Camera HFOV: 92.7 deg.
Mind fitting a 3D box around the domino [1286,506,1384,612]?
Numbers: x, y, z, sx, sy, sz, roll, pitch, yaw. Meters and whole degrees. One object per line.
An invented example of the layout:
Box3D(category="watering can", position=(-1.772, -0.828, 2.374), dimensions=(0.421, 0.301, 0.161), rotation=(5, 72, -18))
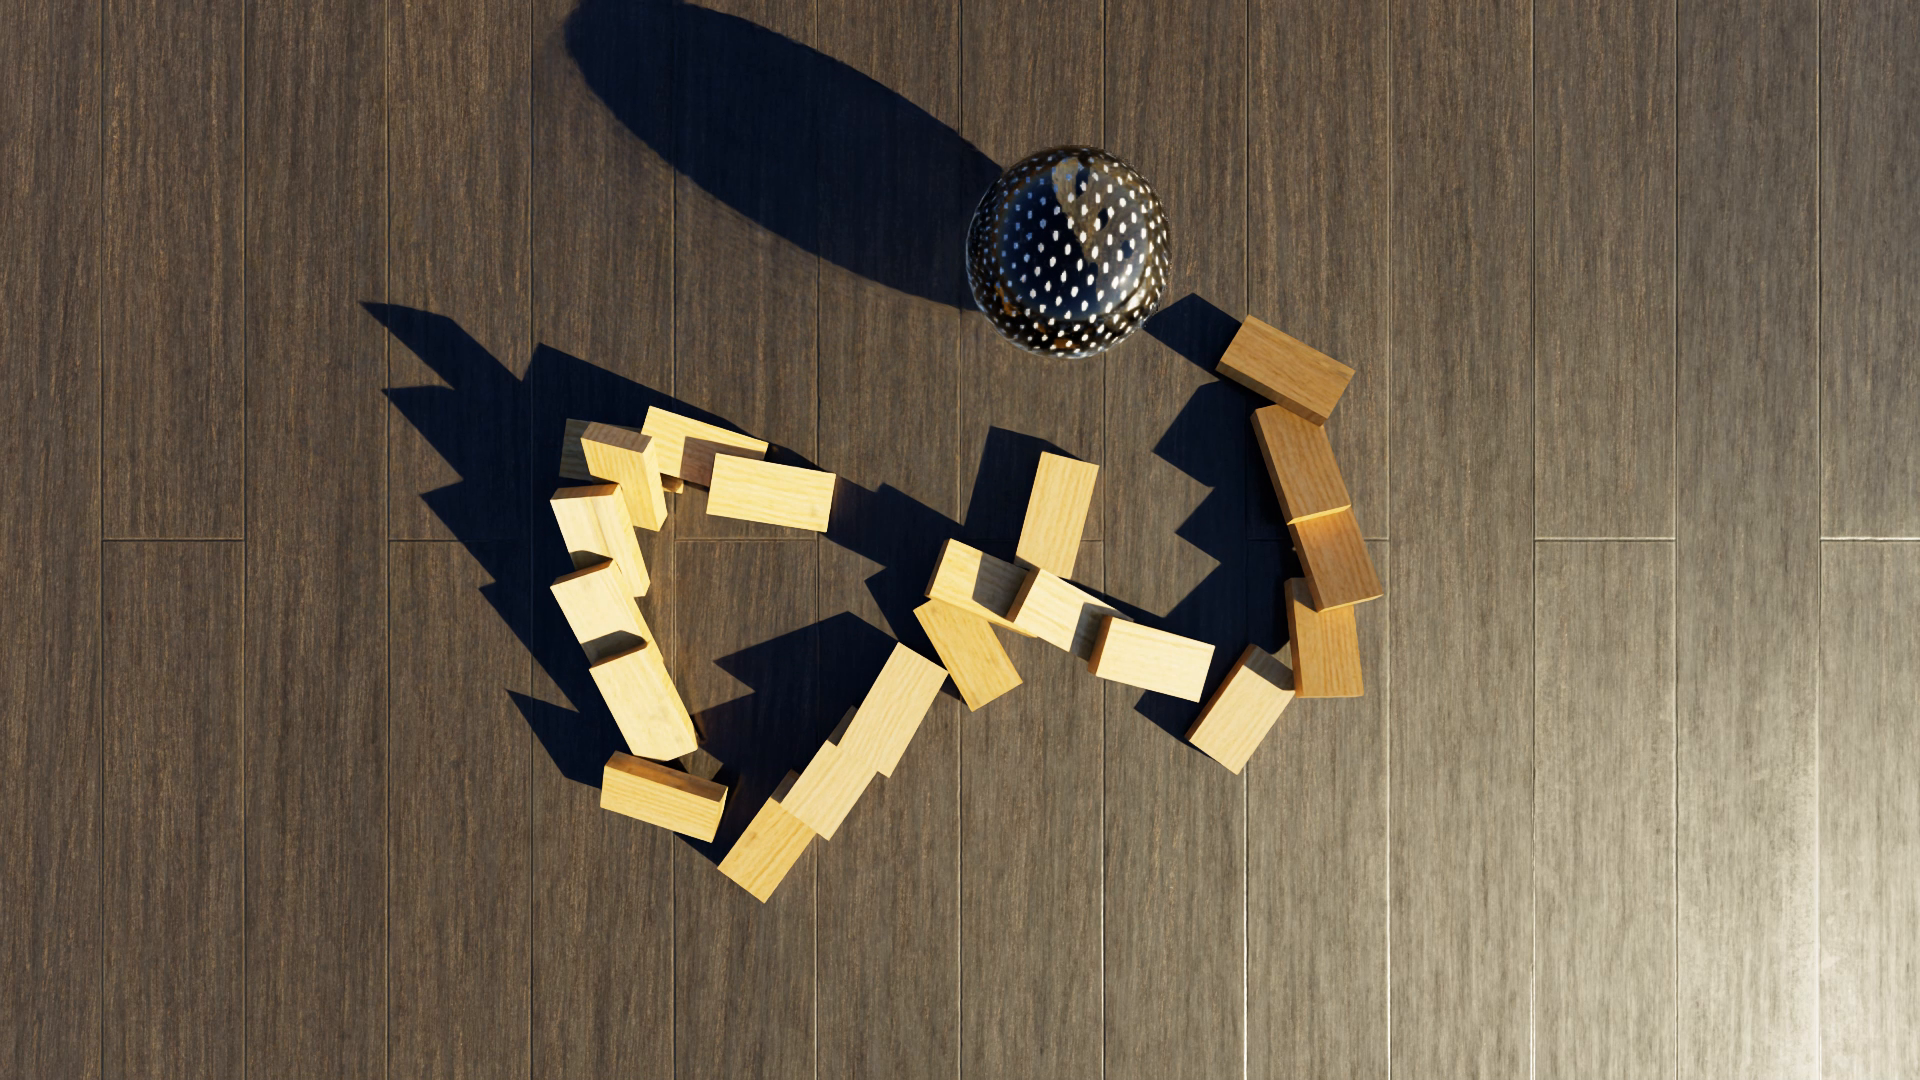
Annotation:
Box3D(category="domino", position=(0.157, 0.003, 0.389), dimensions=(0.025, 0.010, 0.050), rotation=(-14, 74, 0))

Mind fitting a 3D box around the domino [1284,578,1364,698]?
Box3D(category="domino", position=(0.154, 0.041, 0.389), dimensions=(0.025, 0.010, 0.050), rotation=(-1, 76, 0))

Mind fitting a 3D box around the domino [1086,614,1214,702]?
Box3D(category="domino", position=(0.081, 0.050, 0.388), dimensions=(0.050, 0.009, 0.025), rotation=(16, 90, -17))

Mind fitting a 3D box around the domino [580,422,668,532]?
Box3D(category="domino", position=(-0.137, -0.025, 0.377), dimensions=(0.025, 0.050, 0.010), rotation=(14, 52, 1))

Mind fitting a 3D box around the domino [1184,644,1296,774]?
Box3D(category="domino", position=(0.122, 0.073, 0.395), dimensions=(0.025, 0.009, 0.050), rotation=(35, 90, 0))

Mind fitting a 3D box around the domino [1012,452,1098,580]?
Box3D(category="domino", position=(0.041, -0.010, 0.395), dimensions=(0.025, 0.010, 0.050), rotation=(14, 90, 0))

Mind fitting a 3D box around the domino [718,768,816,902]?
Box3D(category="domino", position=(-0.079, 0.127, 0.395), dimensions=(0.025, 0.010, 0.050), rotation=(36, 90, 0))

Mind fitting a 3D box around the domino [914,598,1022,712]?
Box3D(category="domino", position=(0.003, 0.045, 0.395), dimensions=(0.025, 0.010, 0.050), rotation=(-30, 90, 0))

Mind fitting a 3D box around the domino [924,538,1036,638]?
Box3D(category="domino", position=(0.013, 0.021, 0.387), dimensions=(0.050, 0.010, 0.025), rotation=(23, 79, -14))

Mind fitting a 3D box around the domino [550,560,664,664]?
Box3D(category="domino", position=(-0.148, 0.035, 0.386), dimensions=(0.025, 0.010, 0.050), rotation=(-18, 112, 0))

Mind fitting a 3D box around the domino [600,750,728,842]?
Box3D(category="domino", position=(-0.126, 0.109, 0.390), dimensions=(0.050, 0.010, 0.025), rotation=(18, 120, 0))

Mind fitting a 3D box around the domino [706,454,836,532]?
Box3D(category="domino", position=(-0.080, -0.020, 0.388), dimensions=(0.050, 0.009, 0.025), rotation=(9, 90, -18))

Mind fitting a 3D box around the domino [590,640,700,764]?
Box3D(category="domino", position=(-0.133, 0.070, 0.388), dimensions=(0.025, 0.009, 0.050), rotation=(-20, 106, 0))

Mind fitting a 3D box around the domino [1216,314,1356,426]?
Box3D(category="domino", position=(0.138, -0.072, 0.389), dimensions=(0.050, 0.010, 0.025), rotation=(31, 80, 10))

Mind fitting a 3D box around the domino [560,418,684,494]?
Box3D(category="domino", position=(-0.145, -0.036, 0.395), dimensions=(0.050, 0.010, 0.025), rotation=(8, 90, 0))

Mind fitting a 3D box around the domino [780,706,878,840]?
Box3D(category="domino", position=(-0.051, 0.098, 0.389), dimensions=(0.025, 0.010, 0.050), rotation=(36, 76, 0))

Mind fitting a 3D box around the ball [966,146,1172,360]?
Box3D(category="ball", position=(0.042, -0.111, 0.360), dimensions=(0.080, 0.080, 0.080), rotation=(0, 90, 0))

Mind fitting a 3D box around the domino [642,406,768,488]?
Box3D(category="domino", position=(-0.110, -0.036, 0.388), dimensions=(0.050, 0.009, 0.025), rotation=(17, 88, -15))

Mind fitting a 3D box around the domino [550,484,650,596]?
Box3D(category="domino", position=(-0.149, 0.001, 0.382), dimensions=(0.025, 0.009, 0.050), rotation=(-5, 123, 0))

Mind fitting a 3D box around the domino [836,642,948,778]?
Box3D(category="domino", position=(-0.028, 0.072, 0.388), dimensions=(0.025, 0.009, 0.050), rotation=(31, 74, -1))

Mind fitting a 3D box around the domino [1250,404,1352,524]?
Box3D(category="domino", position=(0.144, -0.034, 0.389), dimensions=(0.025, 0.009, 0.050), rotation=(-14, 76, 0))

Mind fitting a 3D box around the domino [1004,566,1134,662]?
Box3D(category="domino", position=(0.046, 0.033, 0.386), dimensions=(0.050, 0.010, 0.025), rotation=(28, 86, -21))
